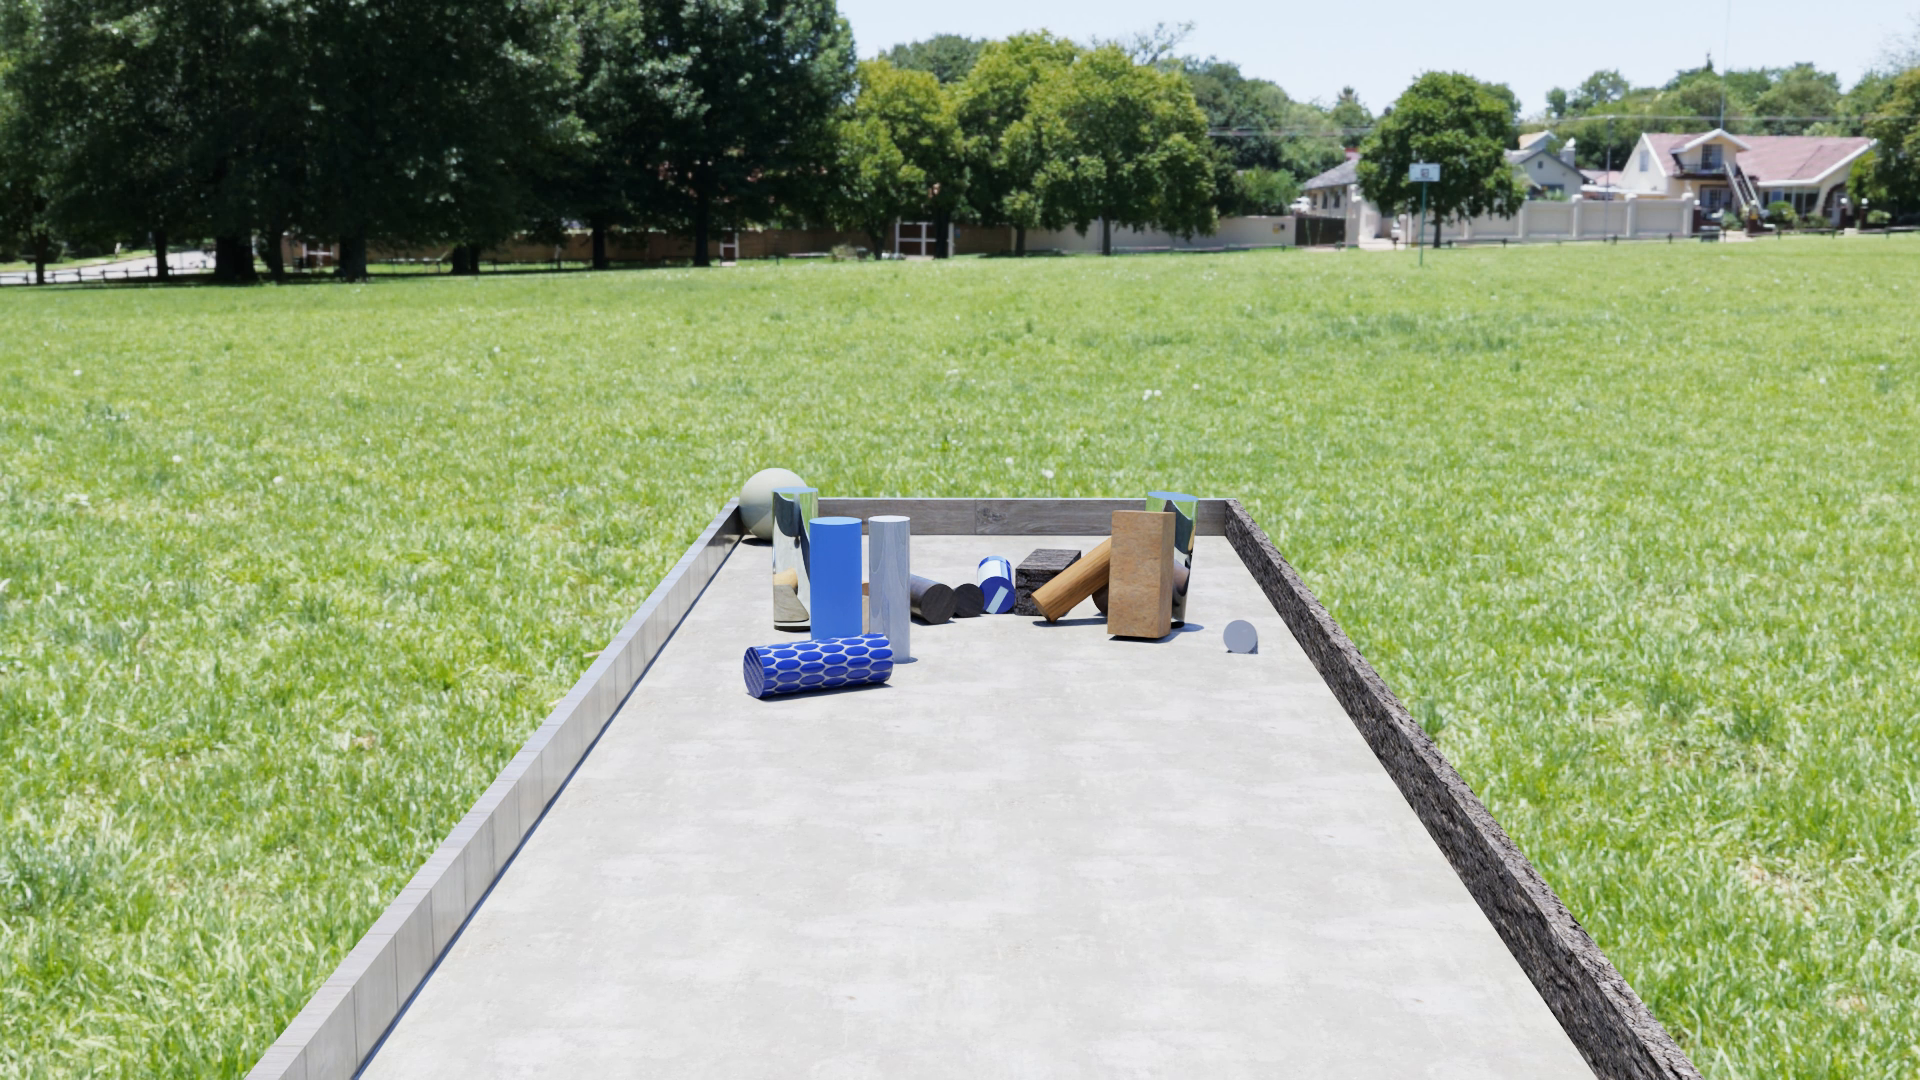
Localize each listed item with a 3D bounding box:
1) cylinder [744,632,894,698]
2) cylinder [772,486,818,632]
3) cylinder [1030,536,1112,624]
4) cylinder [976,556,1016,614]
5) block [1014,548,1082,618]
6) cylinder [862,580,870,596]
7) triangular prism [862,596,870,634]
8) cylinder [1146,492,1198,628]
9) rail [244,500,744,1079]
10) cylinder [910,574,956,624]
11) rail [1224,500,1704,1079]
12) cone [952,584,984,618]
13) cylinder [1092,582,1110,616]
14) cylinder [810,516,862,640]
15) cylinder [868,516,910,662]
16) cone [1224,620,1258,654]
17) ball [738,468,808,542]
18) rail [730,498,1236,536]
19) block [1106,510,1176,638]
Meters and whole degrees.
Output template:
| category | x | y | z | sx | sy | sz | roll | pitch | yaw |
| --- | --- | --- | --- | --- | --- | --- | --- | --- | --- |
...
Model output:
| category | x | y | z | sx | sy | sz | roll | pitch | yaw |
| --- | --- | --- | --- | --- | --- | --- | --- | --- | --- |
| cylinder | -0.405 | 0.357 | 6.291 | 0.406 | 0.145 | 0.145 | -5 | 10 | -29 |
| cylinder | -0.535 | 0.062 | 7.165 | 0.151 | 0.454 | 0.151 | 0 | 9 | 0 |
| cylinder | 0.446 | 0.100 | 7.287 | 0.444 | 0.118 | 0.118 | -36 | 16 | -8 |
| cylinder | 0.124 | 0.153 | 7.629 | 0.131 | 0.131 | 0.423 | 0 | 9 | 0 |
| block | 0.307 | 0.144 | 7.589 | 0.160 | 0.160 | 0.428 | 2 | 9 | 12 |
| cylinder | -0.423 | 0.176 | 7.489 | 0.128 | 0.128 | 0.425 | -6 | 11 | -31 |
| triangular prism | -0.390 | 0.221 | 7.238 | 0.129 | 0.112 | 0.441 | -8 | 12 | -39 |
| cylinder | 0.674 | 0.065 | 7.201 | 0.169 | 0.424 | 0.169 | 5 | 11 | -1 |
| rail | -1.004 | 0.839 | 3.234 | 0.050 | 0.150 | 12.000 | 0 | 9 | 1 |
| cylinder | -0.160 | 0.186 | 7.405 | 0.135 | 0.135 | 0.373 | -5 | 10 | -29 |
| rail | 1.046 | 0.843 | 3.208 | 0.050 | 0.150 | 12.000 | 0 | 9 | 1 |
| cone | -0.038 | 0.205 | 7.534 | 0.117 | 0.117 | 0.371 | -3 | 1 | -21 |
| cylinder | 0.583 | 0.153 | 7.506 | 0.168 | 0.168 | 0.333 | 4 | 10 | 23 |
| cylinder | -0.392 | 0.129 | 6.961 | 0.165 | 0.386 | 0.165 | 0 | 9 | 0 |
| cylinder | -0.214 | 0.149 | 6.693 | 0.126 | 0.431 | 0.126 | 0 | 9 | 0 |
| cone | 0.920 | 0.293 | 6.991 | 0.106 | 0.106 | 0.418 | 3 | 2 | 15 |
| ball | -0.752 | -0.144 | 8.957 | 0.301 | 0.301 | 0.301 | 0 | 9 | 0 |
| rail | 0.099 | -0.098 | 9.147 | 2.100 | 0.150 | 0.050 | 0 | 9 | 1 |
| block | 0.581 | 0.106 | 7.033 | 0.166 | 0.392 | 0.166 | 3 | 3 | 20 |
